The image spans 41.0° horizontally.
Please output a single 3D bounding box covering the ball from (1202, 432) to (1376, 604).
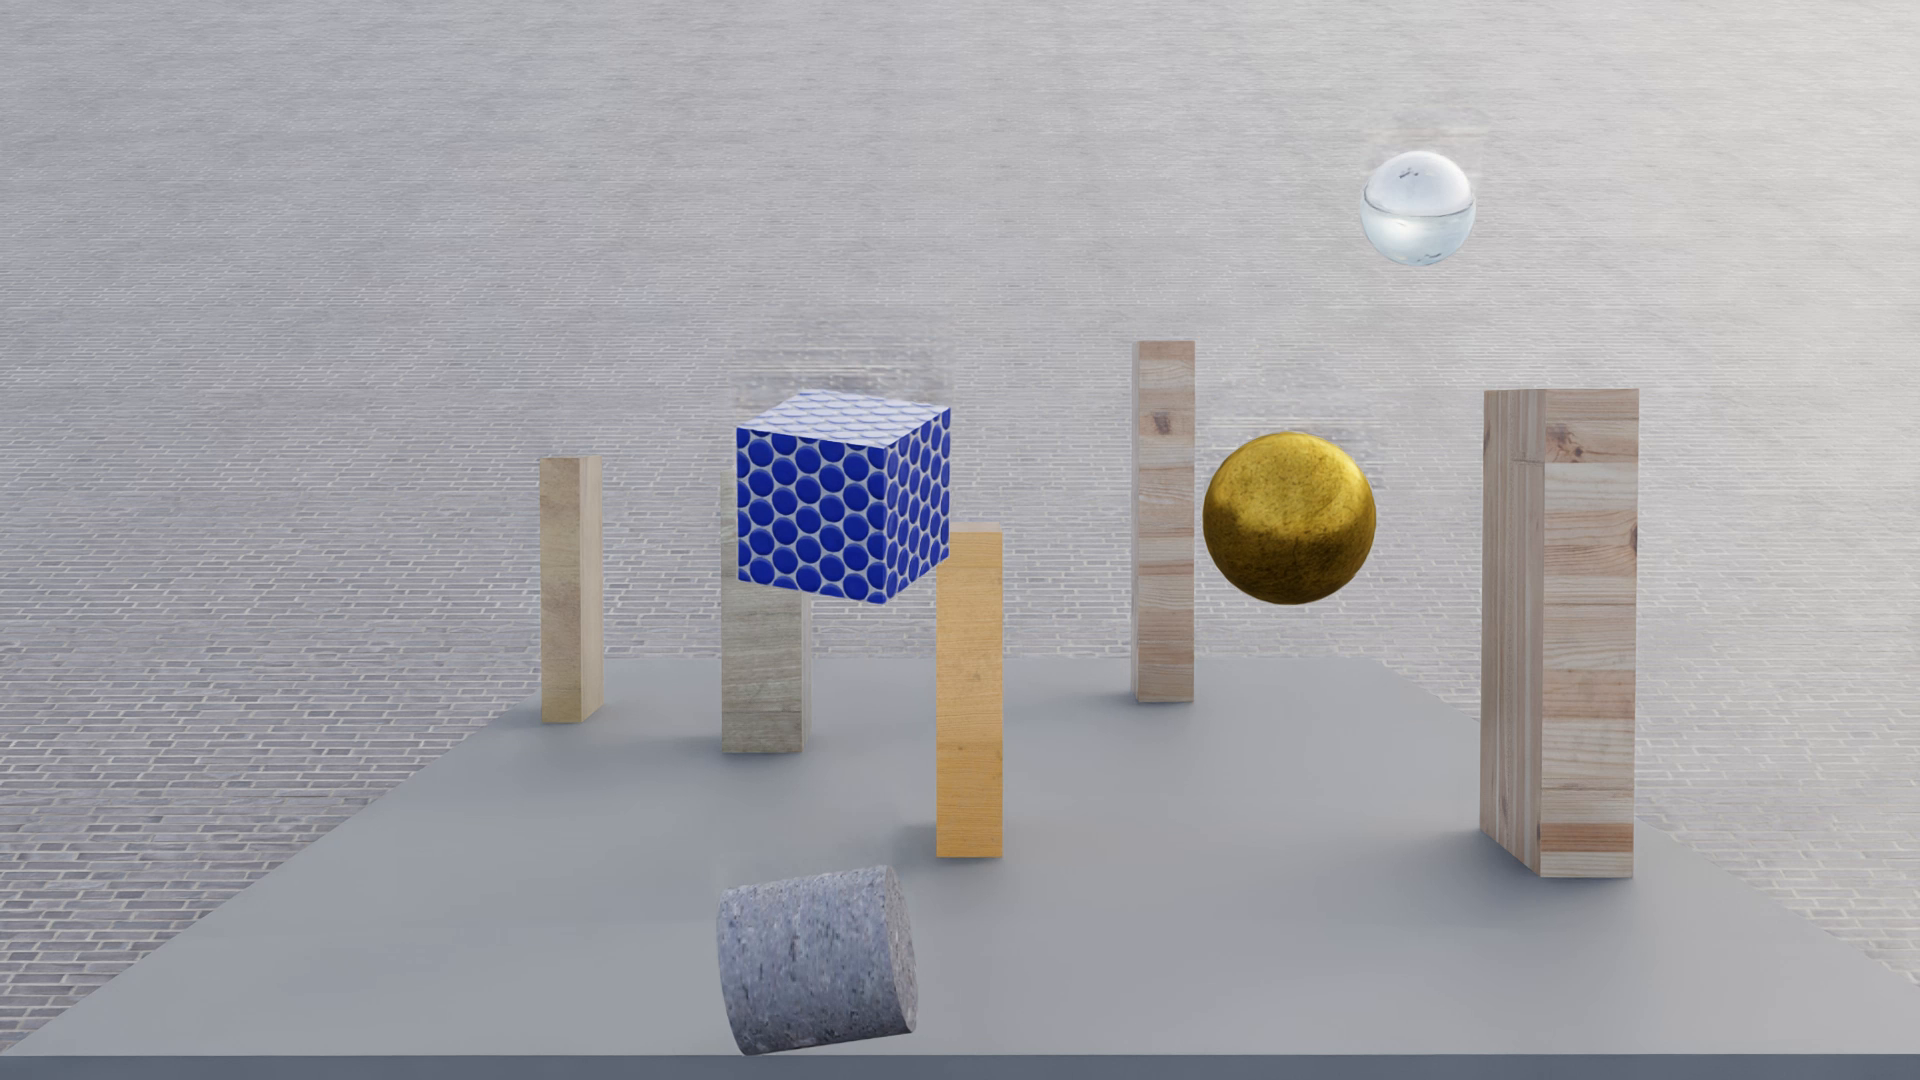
[{"bbox_3d":[0.342,-0.023,2.671,0.180,0.180,0.180,0,22,0],"label":"ball"}]

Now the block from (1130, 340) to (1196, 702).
[{"bbox_3d":[0.446,-0.045,5.667,0.120,0.780,0.240,0,3,0],"label":"block"}]

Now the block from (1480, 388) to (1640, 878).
[{"bbox_3d":[0.849,0.116,3.673,0.125,0.662,0.407,0,3,0],"label":"block"}]

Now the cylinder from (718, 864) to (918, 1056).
[{"bbox_3d":[-0.137,0.408,2.501,0.163,0.163,0.163,-9,21,6],"label":"cylinder"}]

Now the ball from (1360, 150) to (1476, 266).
[{"bbox_3d":[0.437,-0.317,2.456,0.109,0.109,0.109,0,22,0],"label":"ball"}]

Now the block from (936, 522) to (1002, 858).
[{"bbox_3d":[0.013,0.211,3.789,0.094,0.461,0.313,0,3,0],"label":"block"}]

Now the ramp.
[{"bbox_3d":[0.050,0.454,4.532,2.000,0.100,4.000,0,3,0],"label":"ramp"}]

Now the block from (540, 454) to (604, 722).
[{"bbox_3d":[-0.807,0.093,5.358,0.080,0.536,0.335,0,3,0],"label":"block"}]

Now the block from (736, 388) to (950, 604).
[{"bbox_3d":[-0.117,-0.048,2.627,0.162,0.162,0.162,9,21,22],"label":"block"}]

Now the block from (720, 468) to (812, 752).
[{"bbox_3d":[-0.366,0.125,4.894,0.148,0.520,0.321,0,3,0],"label":"block"}]
